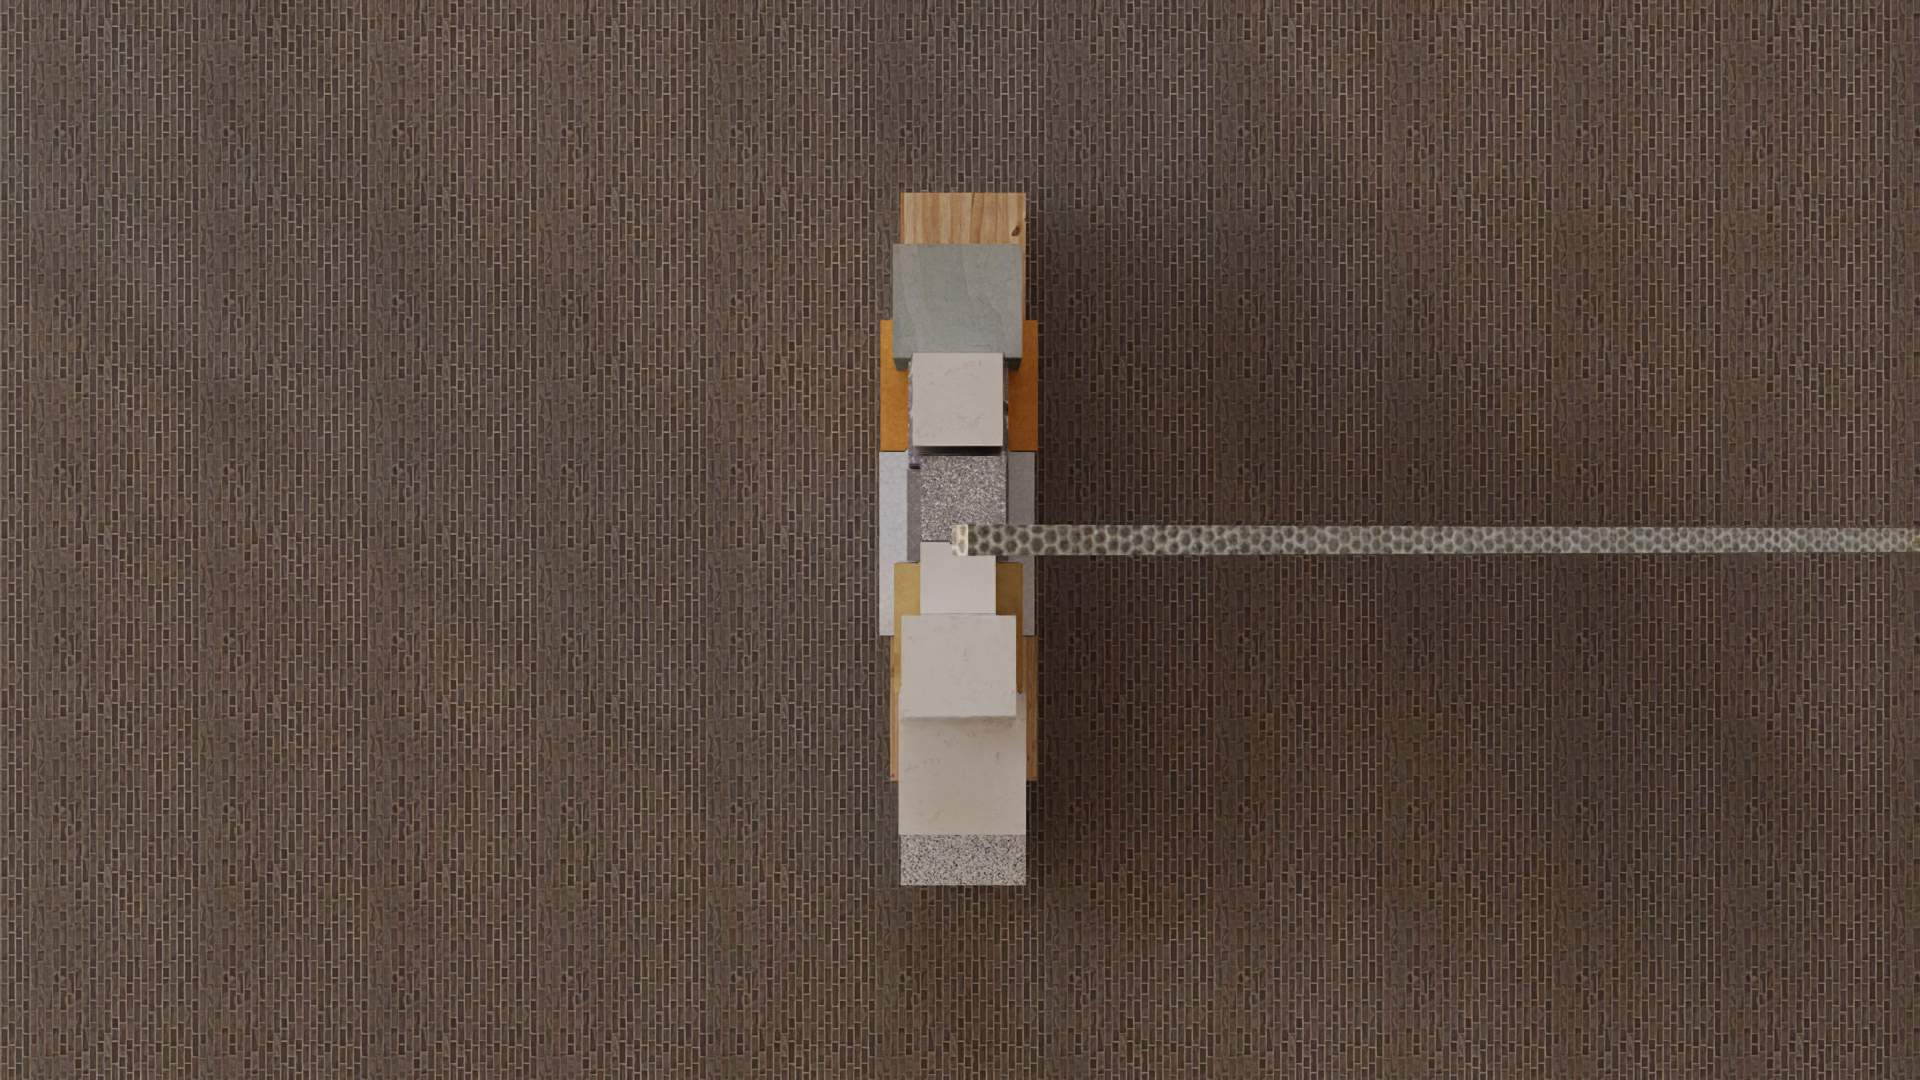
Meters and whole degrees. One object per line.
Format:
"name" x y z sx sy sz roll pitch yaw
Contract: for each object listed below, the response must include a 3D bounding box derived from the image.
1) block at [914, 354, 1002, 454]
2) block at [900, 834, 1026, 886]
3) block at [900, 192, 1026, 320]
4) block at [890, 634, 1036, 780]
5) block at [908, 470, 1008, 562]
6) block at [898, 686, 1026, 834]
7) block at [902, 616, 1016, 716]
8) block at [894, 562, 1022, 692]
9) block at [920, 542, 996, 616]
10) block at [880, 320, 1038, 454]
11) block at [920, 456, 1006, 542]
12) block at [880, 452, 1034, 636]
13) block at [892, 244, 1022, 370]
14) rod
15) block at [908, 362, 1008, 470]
"block" -0.011 -0.699 11.300 0.451 0.459 0.469 0 88 0
"block" 0.019 1.641 12.705 0.707 0.591 0.615 0 90 0
"block" 0.018 -1.583 12.670 0.703 0.661 0.730 0 90 0
"block" 0.019 0.928 12.548 0.805 0.905 0.792 0 90 0
"block" -0.011 -0.129 11.744 0.530 0.551 0.481 0 90 0
"block" 0.013 1.159 11.721 0.657 0.748 0.726 0 90 0
"block" -0.006 0.637 11.059 0.562 0.597 0.492 0 86 0
"block" -0.008 0.453 11.709 0.668 0.623 0.665 0 90 0
"block" -0.010 0.204 11.217 0.376 0.356 0.379 0 89 0
"block" -0.004 -0.850 12.547 0.865 0.906 0.716 0 90 0
"block" 0.017 -0.207 11.270 0.428 0.397 0.435 0 90 0
"block" -0.016 0.020 12.510 0.847 0.980 1.004 0 90 0
"block" -0.013 -1.232 11.739 0.669 0.710 0.592 0 89 0
"rod" 2.234 0.000 6.981 5.200 0.080 0.080 0 90 -31
"block" -0.008 -0.660 11.778 0.525 0.499 0.540 0 88 0
